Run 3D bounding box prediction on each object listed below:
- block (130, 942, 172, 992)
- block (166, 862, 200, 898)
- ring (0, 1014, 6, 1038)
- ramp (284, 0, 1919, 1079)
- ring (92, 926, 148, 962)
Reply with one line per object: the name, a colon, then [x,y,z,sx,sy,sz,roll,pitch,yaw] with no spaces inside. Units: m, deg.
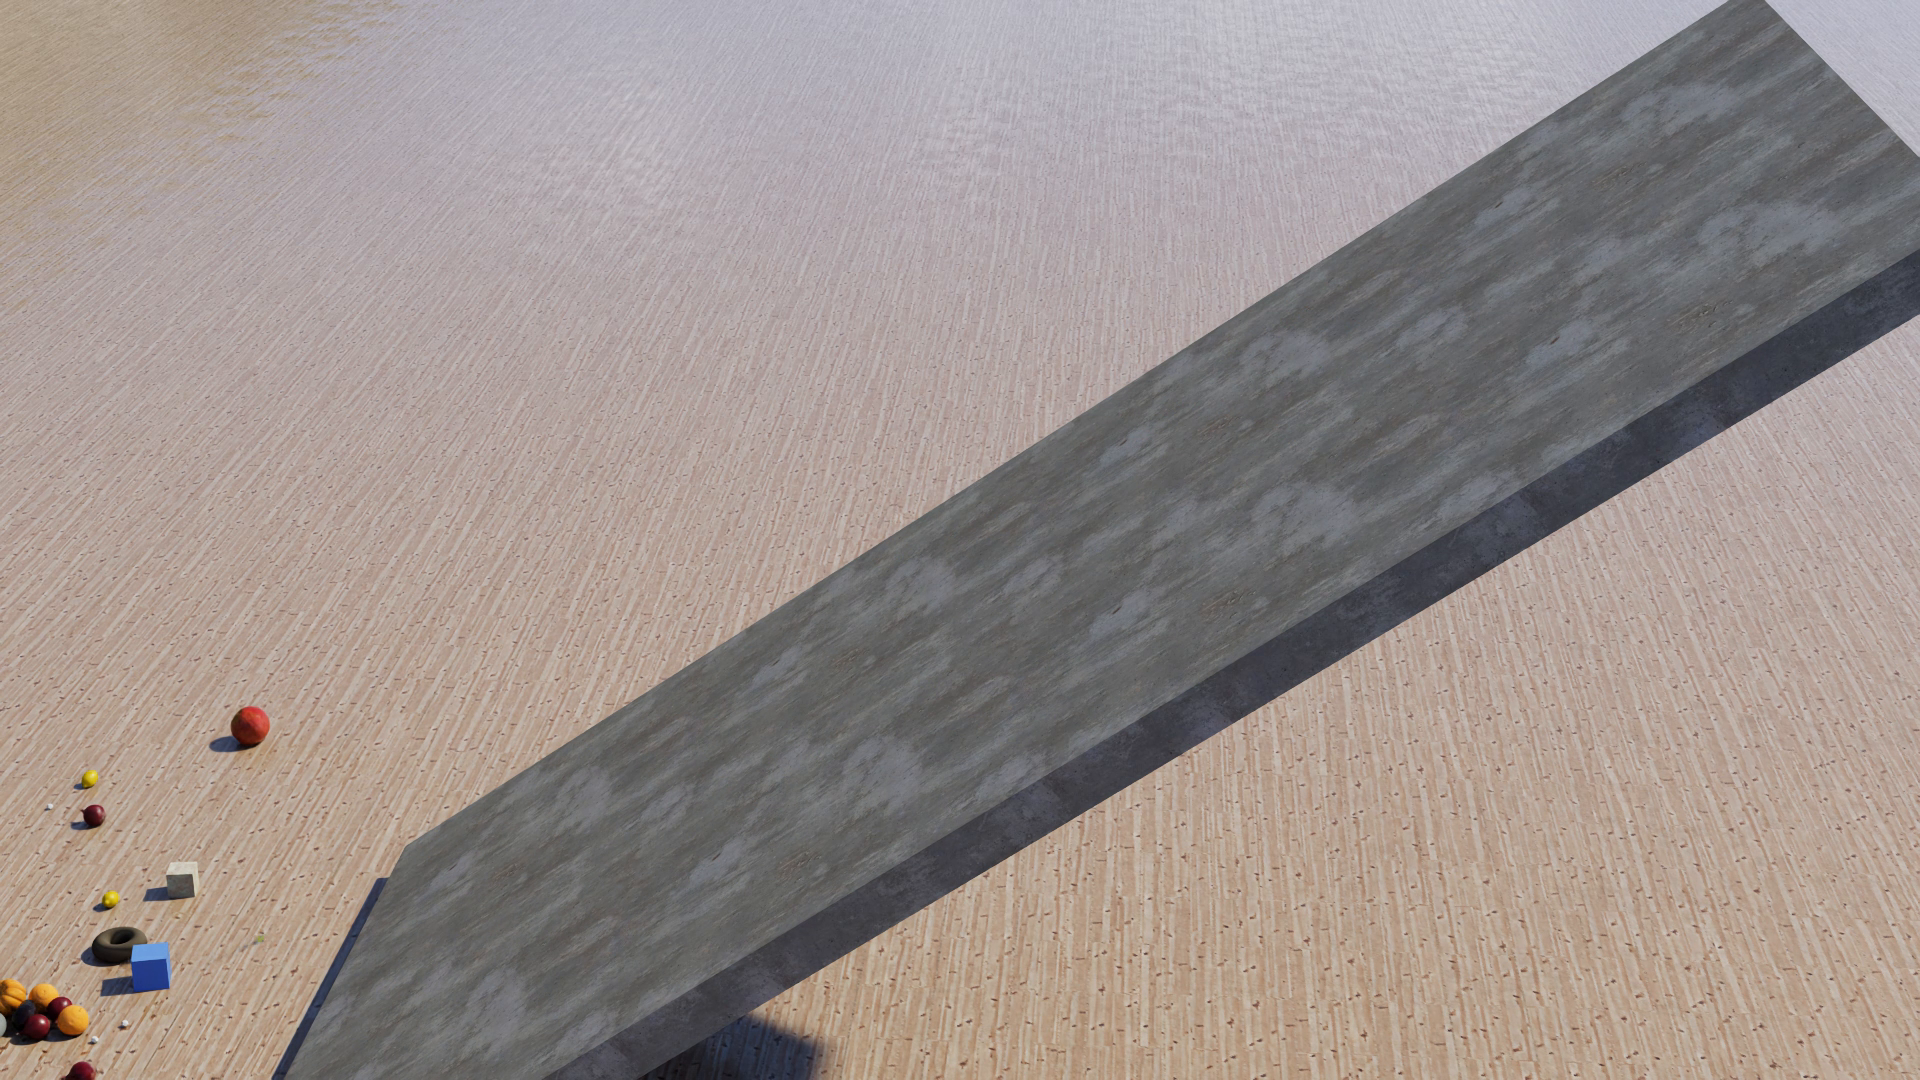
block: [-1.987,1.049,7.228,0.084,0.084,0.084,-4,22,-10]
block: [-2.026,0.886,7.667,0.068,0.068,0.068,-2,21,-4]
ring: [-2.339,1.162,6.993,0.139,0.046,0.139,-1,23,0]
ramp: [0.135,0.174,6.306,4.000,0.100,2.000,-32,16,15]
ring: [-2.107,1.014,7.373,0.135,0.045,0.135,0,22,0]
